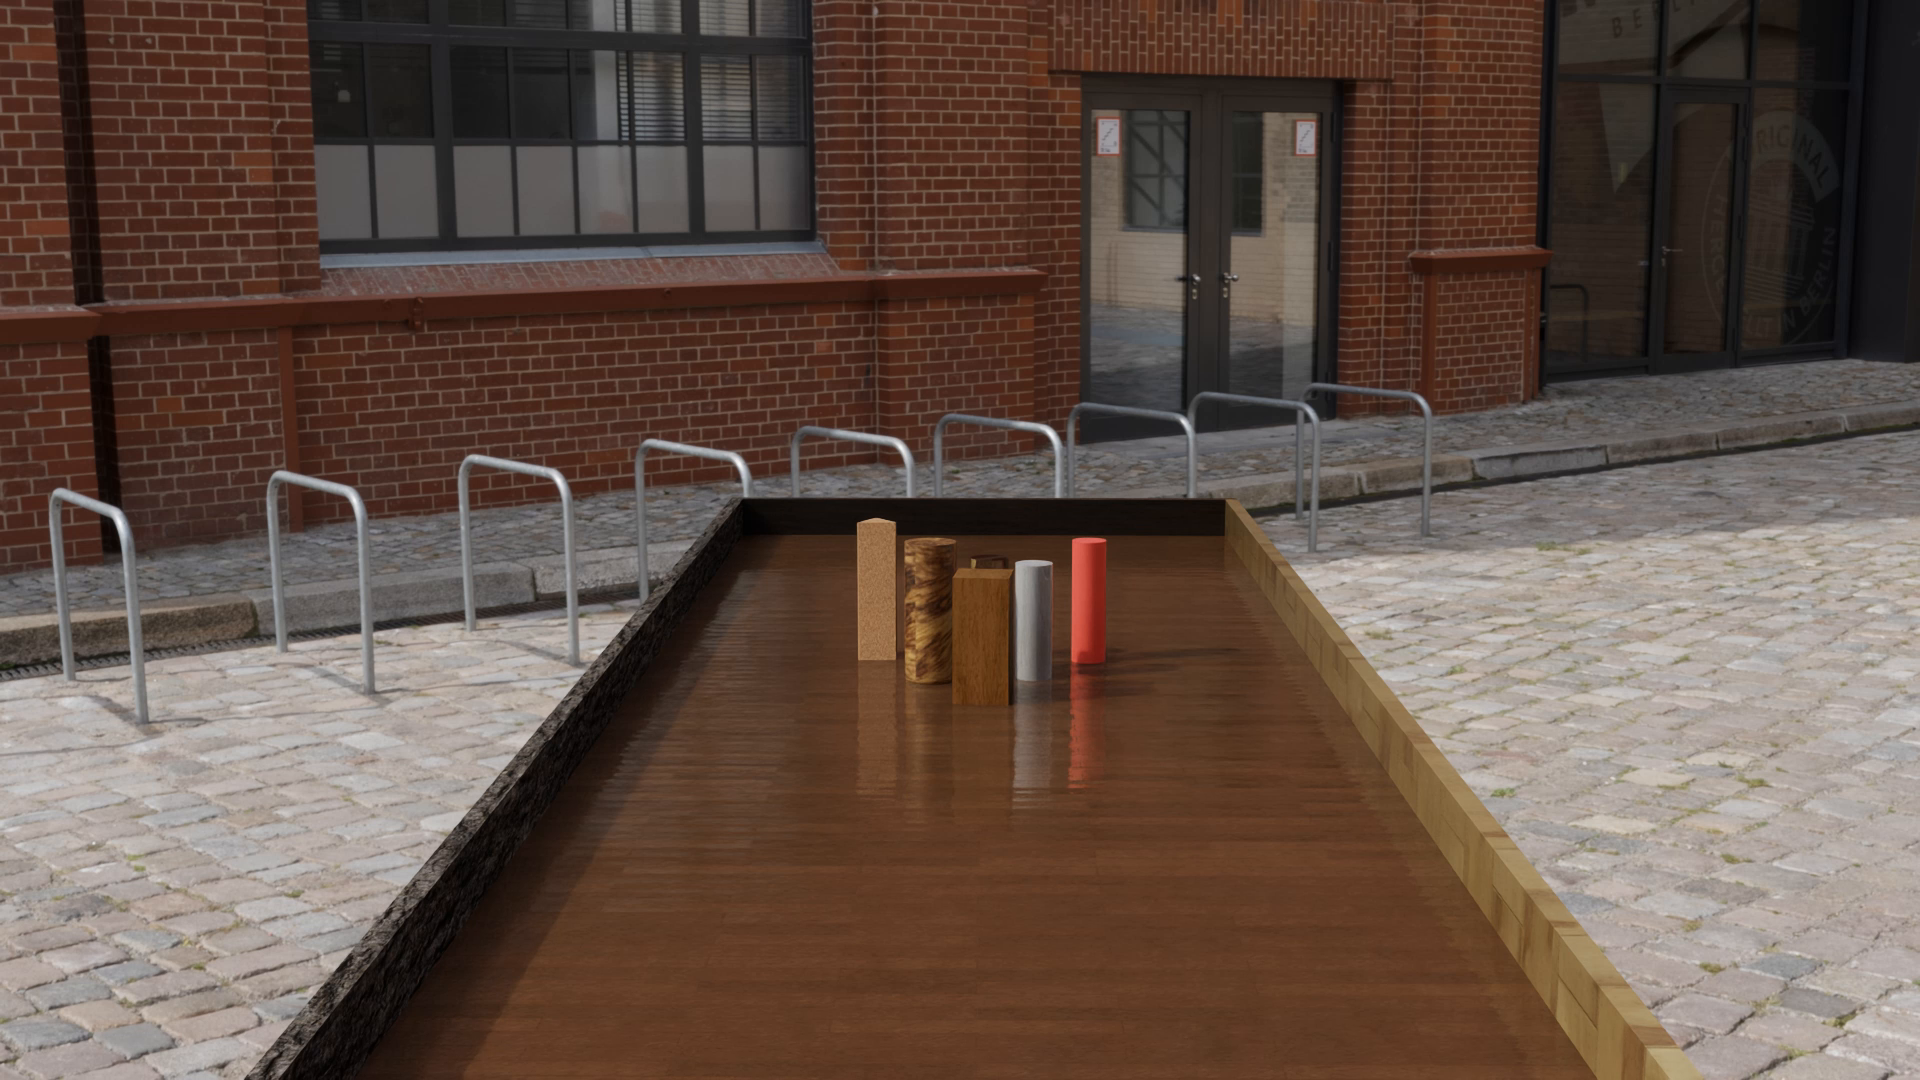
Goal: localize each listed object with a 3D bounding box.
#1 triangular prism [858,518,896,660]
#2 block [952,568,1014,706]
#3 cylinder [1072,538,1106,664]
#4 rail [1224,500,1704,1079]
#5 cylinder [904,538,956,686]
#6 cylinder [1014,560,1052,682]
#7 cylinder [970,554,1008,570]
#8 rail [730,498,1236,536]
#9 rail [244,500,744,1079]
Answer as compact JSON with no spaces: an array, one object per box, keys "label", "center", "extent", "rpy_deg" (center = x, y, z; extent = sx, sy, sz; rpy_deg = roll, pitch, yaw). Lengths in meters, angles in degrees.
[{"label":"triangular prism","center":[-0.254,0.148,6.722],"extent":[0.116,0.423,0.100],"rpy_deg":[-1,9,-3]},{"label":"block","center":[0.065,0.270,6.167],"extent":[0.156,0.357,0.156],"rpy_deg":[1,9,6]},{"label":"cylinder","center":[0.391,0.183,6.671],"extent":[0.103,0.370,0.103],"rpy_deg":[0,9,0]},{"label":"rail","center":[1.046,0.843,3.208],"extent":[0.050,0.150,12.000],"rpy_deg":[0,9,1]},{"label":"cylinder","center":[-0.086,0.206,6.402],"extent":[0.151,0.408,0.151],"rpy_deg":[0,9,0]},{"label":"cylinder","center":[0.216,0.235,6.440],"extent":[0.110,0.339,0.110],"rpy_deg":[0,9,0]},{"label":"cylinder","center":[0.090,0.208,6.694],"extent":[0.114,0.313,0.114],"rpy_deg":[0,9,0]},{"label":"rail","center":[0.099,-0.098,9.147],"extent":[2.100,0.150,0.050],"rpy_deg":[0,9,1]},{"label":"rail","center":[-1.004,0.839,3.234],"extent":[0.050,0.150,12.000],"rpy_deg":[0,9,1]}]
